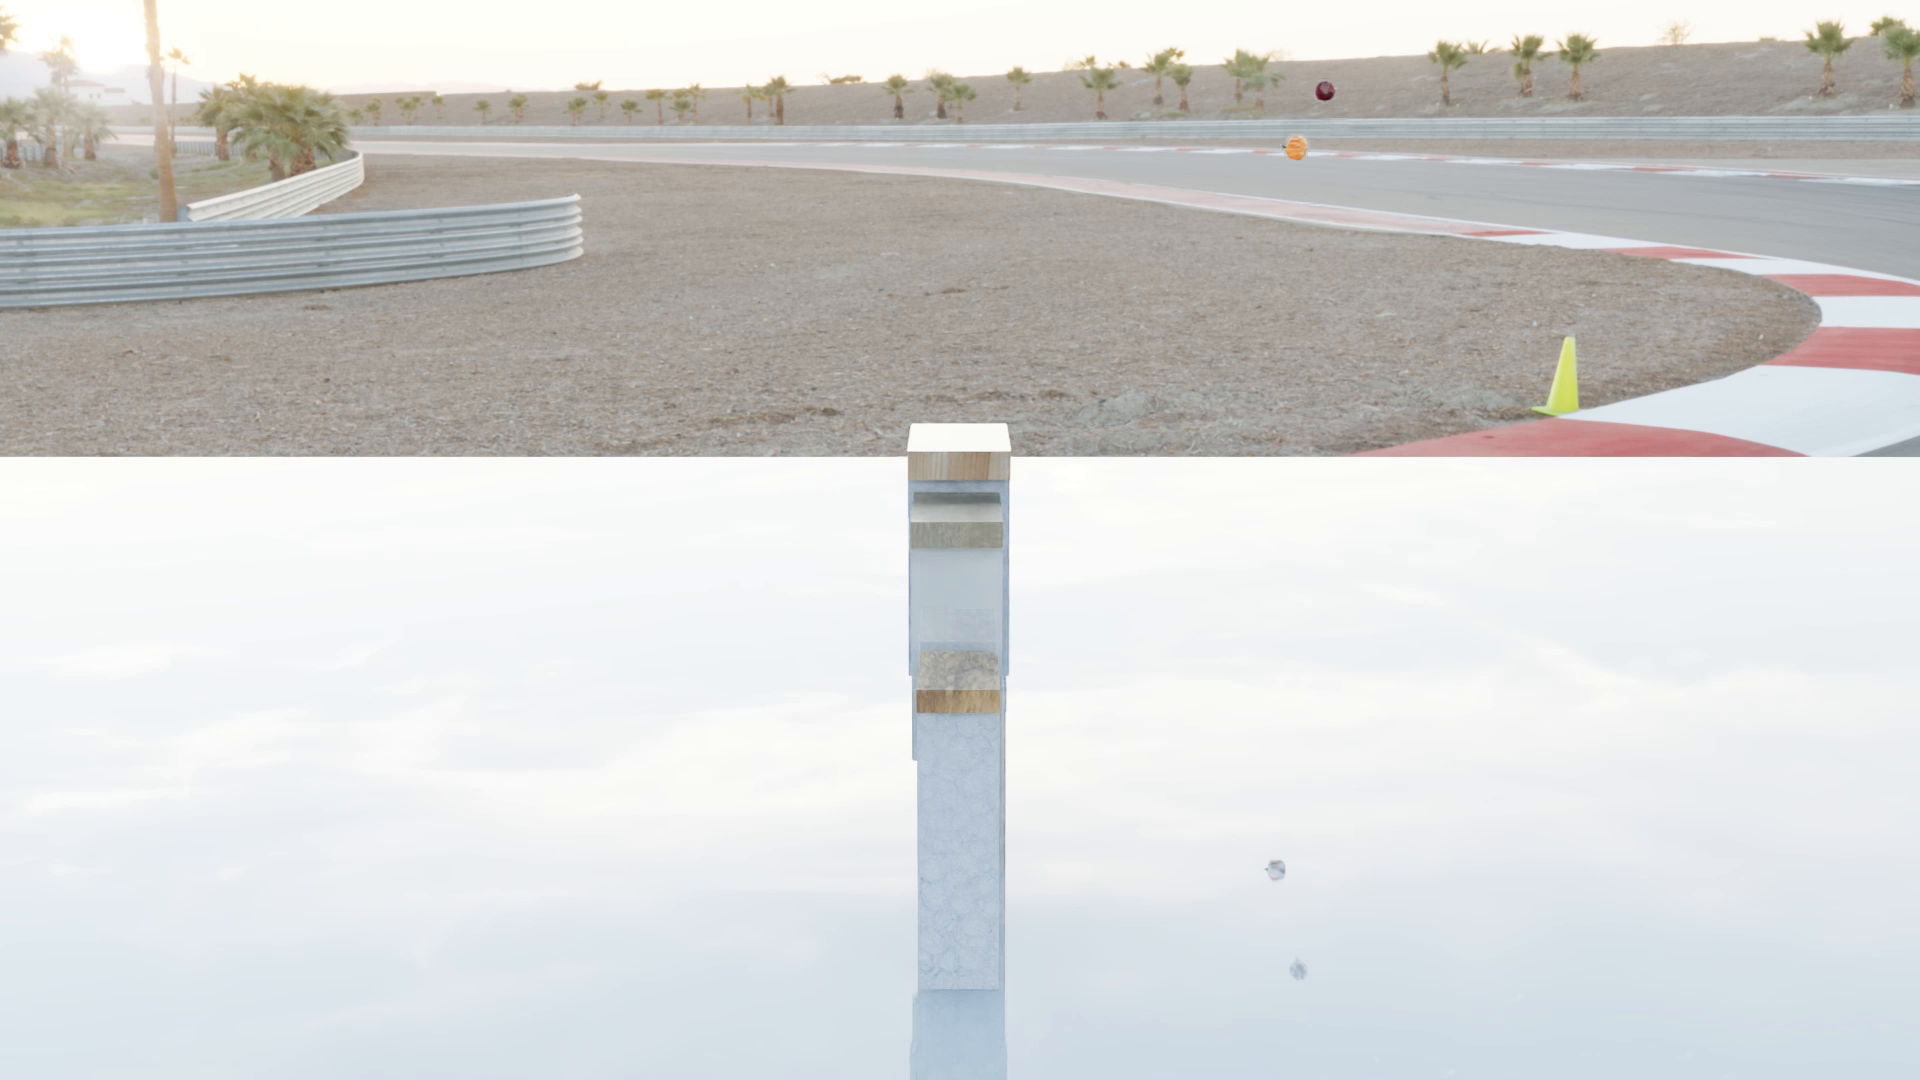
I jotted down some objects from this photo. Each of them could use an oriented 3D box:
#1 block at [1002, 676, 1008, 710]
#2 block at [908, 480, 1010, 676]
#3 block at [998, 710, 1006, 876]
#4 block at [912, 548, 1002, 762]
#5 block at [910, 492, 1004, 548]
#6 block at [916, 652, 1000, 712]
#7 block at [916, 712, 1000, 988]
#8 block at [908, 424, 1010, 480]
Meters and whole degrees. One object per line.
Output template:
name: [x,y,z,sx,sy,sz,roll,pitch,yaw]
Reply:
block: [0.004,0.237,3.817,0.149,0.042,0.299,0,11,0]
block: [-0.002,0.058,3.726,0.171,0.342,0.048,0,10,0]
block: [0.003,0.423,3.750,0.149,0.299,0.042,0,11,0]
block: [-0.005,0.173,3.444,0.141,0.346,0.040,0,11,0]
block: [-0.005,-0.034,3.501,0.141,0.040,0.283,0,11,0]
block: [-0.003,0.210,3.276,0.120,0.034,0.239,0,11,0]
block: [-0.003,0.452,3.240,0.120,0.428,0.034,0,11,0]
block: [-0.002,-0.154,3.803,0.171,0.048,0.342,0,11,0]
